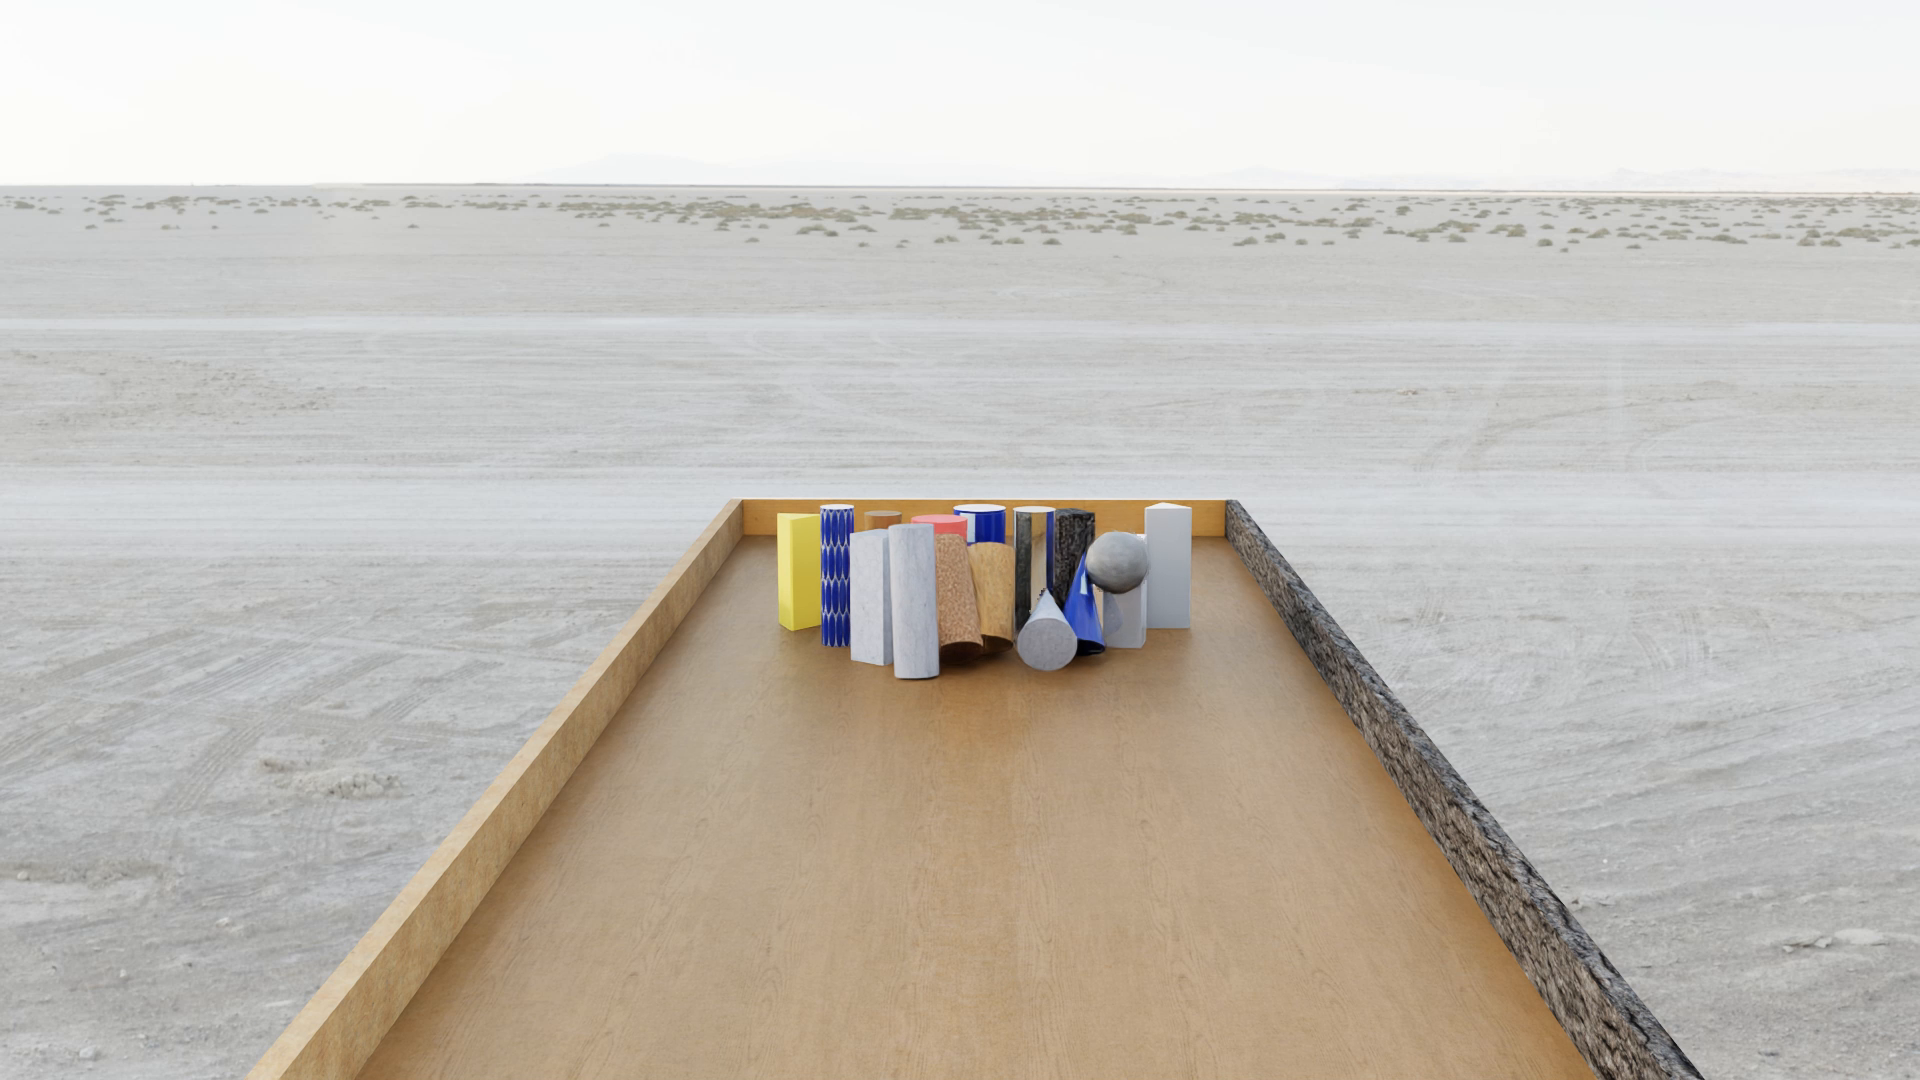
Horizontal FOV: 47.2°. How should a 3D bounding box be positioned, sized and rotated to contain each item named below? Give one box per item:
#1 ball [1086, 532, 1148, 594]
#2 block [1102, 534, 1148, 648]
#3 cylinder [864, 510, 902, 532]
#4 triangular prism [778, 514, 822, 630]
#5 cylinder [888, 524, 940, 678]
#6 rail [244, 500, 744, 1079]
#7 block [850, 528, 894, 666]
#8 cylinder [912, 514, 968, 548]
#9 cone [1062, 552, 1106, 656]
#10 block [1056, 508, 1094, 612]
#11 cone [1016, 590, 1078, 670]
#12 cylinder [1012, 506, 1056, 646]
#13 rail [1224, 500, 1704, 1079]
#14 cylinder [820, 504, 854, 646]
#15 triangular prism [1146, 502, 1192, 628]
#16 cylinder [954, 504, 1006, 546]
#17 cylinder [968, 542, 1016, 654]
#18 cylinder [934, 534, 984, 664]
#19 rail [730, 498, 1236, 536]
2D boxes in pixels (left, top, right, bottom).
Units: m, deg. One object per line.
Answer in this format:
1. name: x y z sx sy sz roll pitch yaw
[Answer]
1. ball: 0.480 0.069 6.719 0.193 0.193 0.193 0 9 0
2. block: 0.518 0.159 6.917 0.124 0.341 0.124 2 9 11
3. cylinder: -0.251 0.100 7.175 0.123 0.377 0.123 0 9 0
4. triangular prism: -0.548 0.099 7.216 0.126 0.365 0.146 7 12 39
5. cylinder: -0.135 0.177 6.456 0.134 0.441 0.134 -2 5 0
6. rail: -1.004 0.839 3.234 0.050 0.150 12.000 0 9 1
7. block: -0.239 0.172 6.683 0.133 0.389 0.133 8 12 40
8. cylinder: -0.065 0.127 6.953 0.178 0.393 0.178 0 9 0
9. cone: 0.372 0.178 6.743 0.168 0.316 0.168 5 -20 2
10. block: 0.348 0.097 7.179 0.131 0.382 0.131 -5 10 -27
11. cone: 0.264 0.230 6.670 0.179 0.179 0.365 0 26 2
12. cylinder: 0.233 0.116 6.907 0.133 0.429 0.133 0 9 0
13. rail: 1.046 0.843 3.208 0.050 0.150 12.000 0 9 1
14. cylinder: -0.384 0.111 6.913 0.107 0.436 0.107 0 9 0
15. triangular prism: 0.674 0.082 7.225 0.150 0.396 0.130 0 9 -3
16. cylinder: 0.064 0.089 7.197 0.170 0.392 0.170 0 9 0
17. cylinder: 0.088 0.179 6.778 0.160 0.307 0.160 2 -24 1
18. cylinder: -0.032 0.178 6.652 0.157 0.369 0.157 -7 -29 -4
19. rail: 0.099 -0.098 9.147 2.100 0.150 0.050 0 9 1
